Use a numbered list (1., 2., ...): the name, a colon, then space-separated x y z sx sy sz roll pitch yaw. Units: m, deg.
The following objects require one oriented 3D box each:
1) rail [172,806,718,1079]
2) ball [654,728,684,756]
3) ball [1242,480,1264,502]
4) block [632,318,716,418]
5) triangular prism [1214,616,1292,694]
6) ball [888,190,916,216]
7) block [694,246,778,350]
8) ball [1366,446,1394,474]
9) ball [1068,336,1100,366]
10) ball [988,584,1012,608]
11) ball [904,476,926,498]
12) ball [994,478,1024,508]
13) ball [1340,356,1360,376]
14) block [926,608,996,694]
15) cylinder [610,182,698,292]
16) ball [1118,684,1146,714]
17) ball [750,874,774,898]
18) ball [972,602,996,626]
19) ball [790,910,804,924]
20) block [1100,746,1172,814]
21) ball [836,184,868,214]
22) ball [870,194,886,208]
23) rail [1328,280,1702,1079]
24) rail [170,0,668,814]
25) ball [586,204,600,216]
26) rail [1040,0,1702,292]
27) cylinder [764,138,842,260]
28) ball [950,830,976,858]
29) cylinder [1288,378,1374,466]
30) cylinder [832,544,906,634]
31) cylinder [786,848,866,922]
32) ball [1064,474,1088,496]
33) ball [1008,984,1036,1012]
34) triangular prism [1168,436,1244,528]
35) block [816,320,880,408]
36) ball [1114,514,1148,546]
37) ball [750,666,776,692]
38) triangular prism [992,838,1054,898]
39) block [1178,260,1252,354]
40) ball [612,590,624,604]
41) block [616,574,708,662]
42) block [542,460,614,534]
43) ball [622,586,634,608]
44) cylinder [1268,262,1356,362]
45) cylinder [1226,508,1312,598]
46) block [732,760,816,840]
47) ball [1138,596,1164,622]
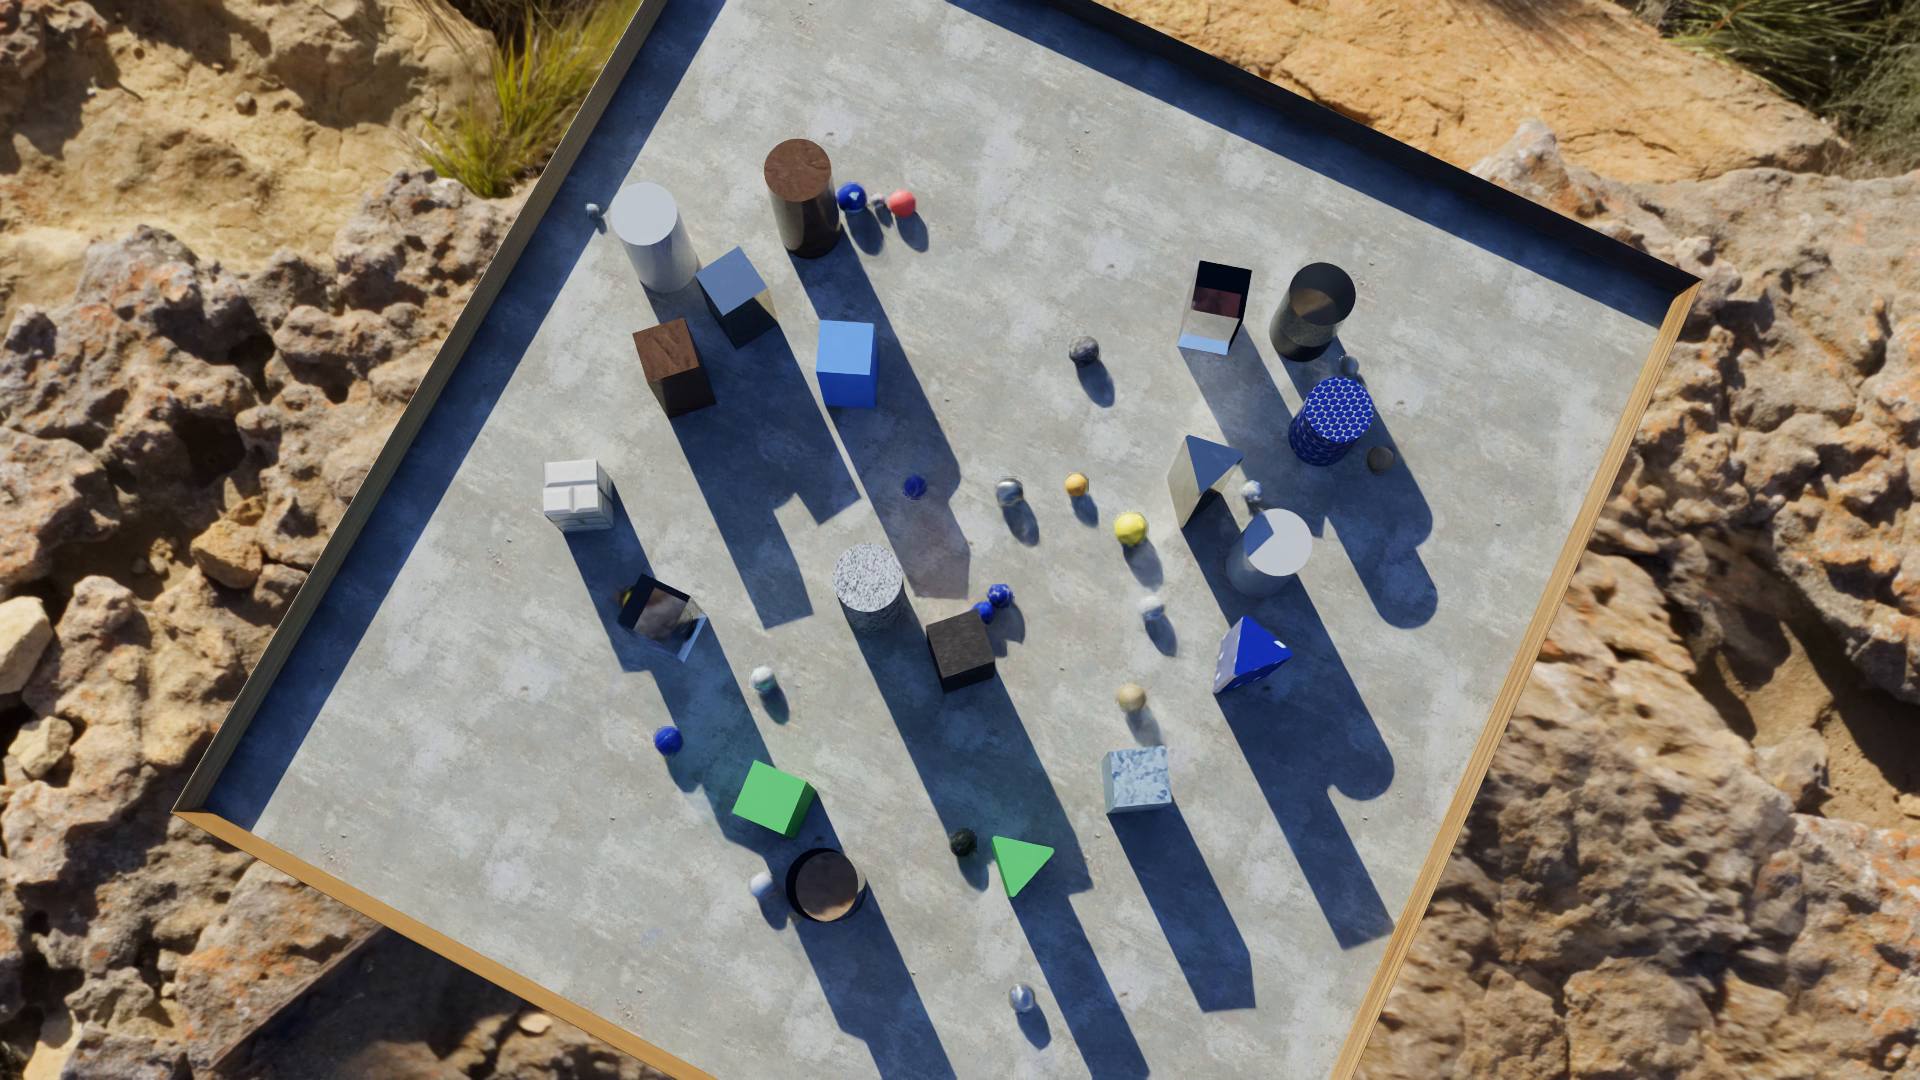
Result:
1. rail: -0.774 1.523 5.235 3.374 0.128 0.045 26 80 5
2. ball: -0.865 0.600 5.450 0.083 0.083 0.083 0 78 0
3. ball: 0.897 -0.147 5.613 0.067 0.067 0.067 0 78 0
4. block: -0.856 -0.513 5.522 0.158 0.393 0.158 -18 79 -4
5. triangular prism: 0.820 0.323 5.322 0.171 0.446 0.148 -19 79 -4
6. ball: -0.184 -1.065 5.794 0.084 0.084 0.084 0 78 0
7. block: -0.679 -0.735 5.598 0.158 0.334 0.158 -34 80 -7
8. ball: 1.290 -0.246 5.625 0.083 0.083 0.083 0 78 0
9. ball: 0.385 -0.588 5.689 0.096 0.096 0.096 0 78 0
10. ball: 0.122 0.169 5.542 0.077 0.077 0.077 0 78 0
11. ball: -0.137 -0.165 5.615 0.069 0.069 0.069 0 78 0
12. ball: 0.151 -0.146 5.601 0.091 0.091 0.091 0 78 0
13. ball: 1.212 -0.542 5.699 0.058 0.058 0.058 0 78 0
14. block: 0.002 0.329 5.360 0.158 0.369 0.158 -18 79 -4
15. cylinder: -0.930 -0.917 5.594 0.197 0.417 0.197 0 78 0
16. ball: 0.514 0.474 5.475 0.086 0.086 0.086 0 78 0
17. ball: -0.580 1.015 5.370 0.072 0.072 0.072 0 78 0
18. ball: 0.069 0.222 5.533 0.073 0.073 0.073 0 78 0
19. ball: -0.478 1.104 5.367 0.041 0.041 0.041 0 78 0
20. block: 0.506 0.696 5.299 0.158 0.340 0.158 -5 78 -1
21. ball: -0.342 -1.079 5.791 0.096 0.096 0.096 0 78 0
22. ball: -0.261 -1.078 5.816 0.046 0.046 0.046 0 78 0
23. rail: 1.488 0.735 5.398 0.045 0.128 3.509 26 80 5
24. rail: -1.488 -0.722 5.699 0.045 0.128 3.509 26 80 5
25. ball: -1.165 -1.047 5.812 0.041 0.041 0.041 0 78 0
26. rail: 0.774 -1.509 5.862 3.374 0.128 0.045 26 80 5
27. cylinder: -0.475 -1.034 5.588 0.197 0.474 0.197 0 78 0
28. ball: 0.008 0.894 5.392 0.077 0.077 0.077 0 78 0
29. cylinder: 1.116 -0.354 5.536 0.197 0.302 0.197 0 78 0
30. cylinder: -0.262 0.147 5.379 0.197 0.406 0.197 0 78 0
31. cylinder: -0.373 0.978 5.176 0.197 0.466 0.197 0 78 0
32. ball: 0.356 -0.167 5.616 0.069 0.069 0.069 0 78 0
33. ball: 0.180 1.327 5.301 0.080 0.080 0.080 0 78 0
34. triangular prism: 0.691 -0.193 5.409 0.171 0.484 0.148 -42 81 -8
35. block: -0.337 -0.528 5.543 0.158 0.358 0.158 4 78 1
36. ball: 0.519 -0.033 5.573 0.099 0.099 0.099 0 78 0
37. ball: -0.590 0.417 5.492 0.075 0.075 0.075 0 78 0
38. triangular prism: 0.147 0.907 5.242 0.148 0.366 0.171 42 81 8
39. block: 0.773 -0.704 5.586 0.158 0.346 0.158 11 79 2
40. ball: -1.035 0.171 5.559 0.043 0.043 0.043 0 78 0
41. block: -0.872 0.232 5.389 0.158 0.351 0.158 25 79 5
42. block: -1.146 -0.130 5.513 0.158 0.256 0.158 -4 78 -1
43. ball: -0.975 0.184 5.532 0.092 0.092 0.092 0 78 0
44. cylinder: 1.069 -0.689 5.577 0.197 0.357 0.197 0 78 0
45. cylinder: 0.910 0.043 5.422 0.197 0.363 0.197 0 78 0
46. block: -0.531 0.752 5.277 0.158 0.361 0.158 22 79 4
47. ball: 0.578 0.206 5.534 0.079 0.079 0.079 0 78 0
